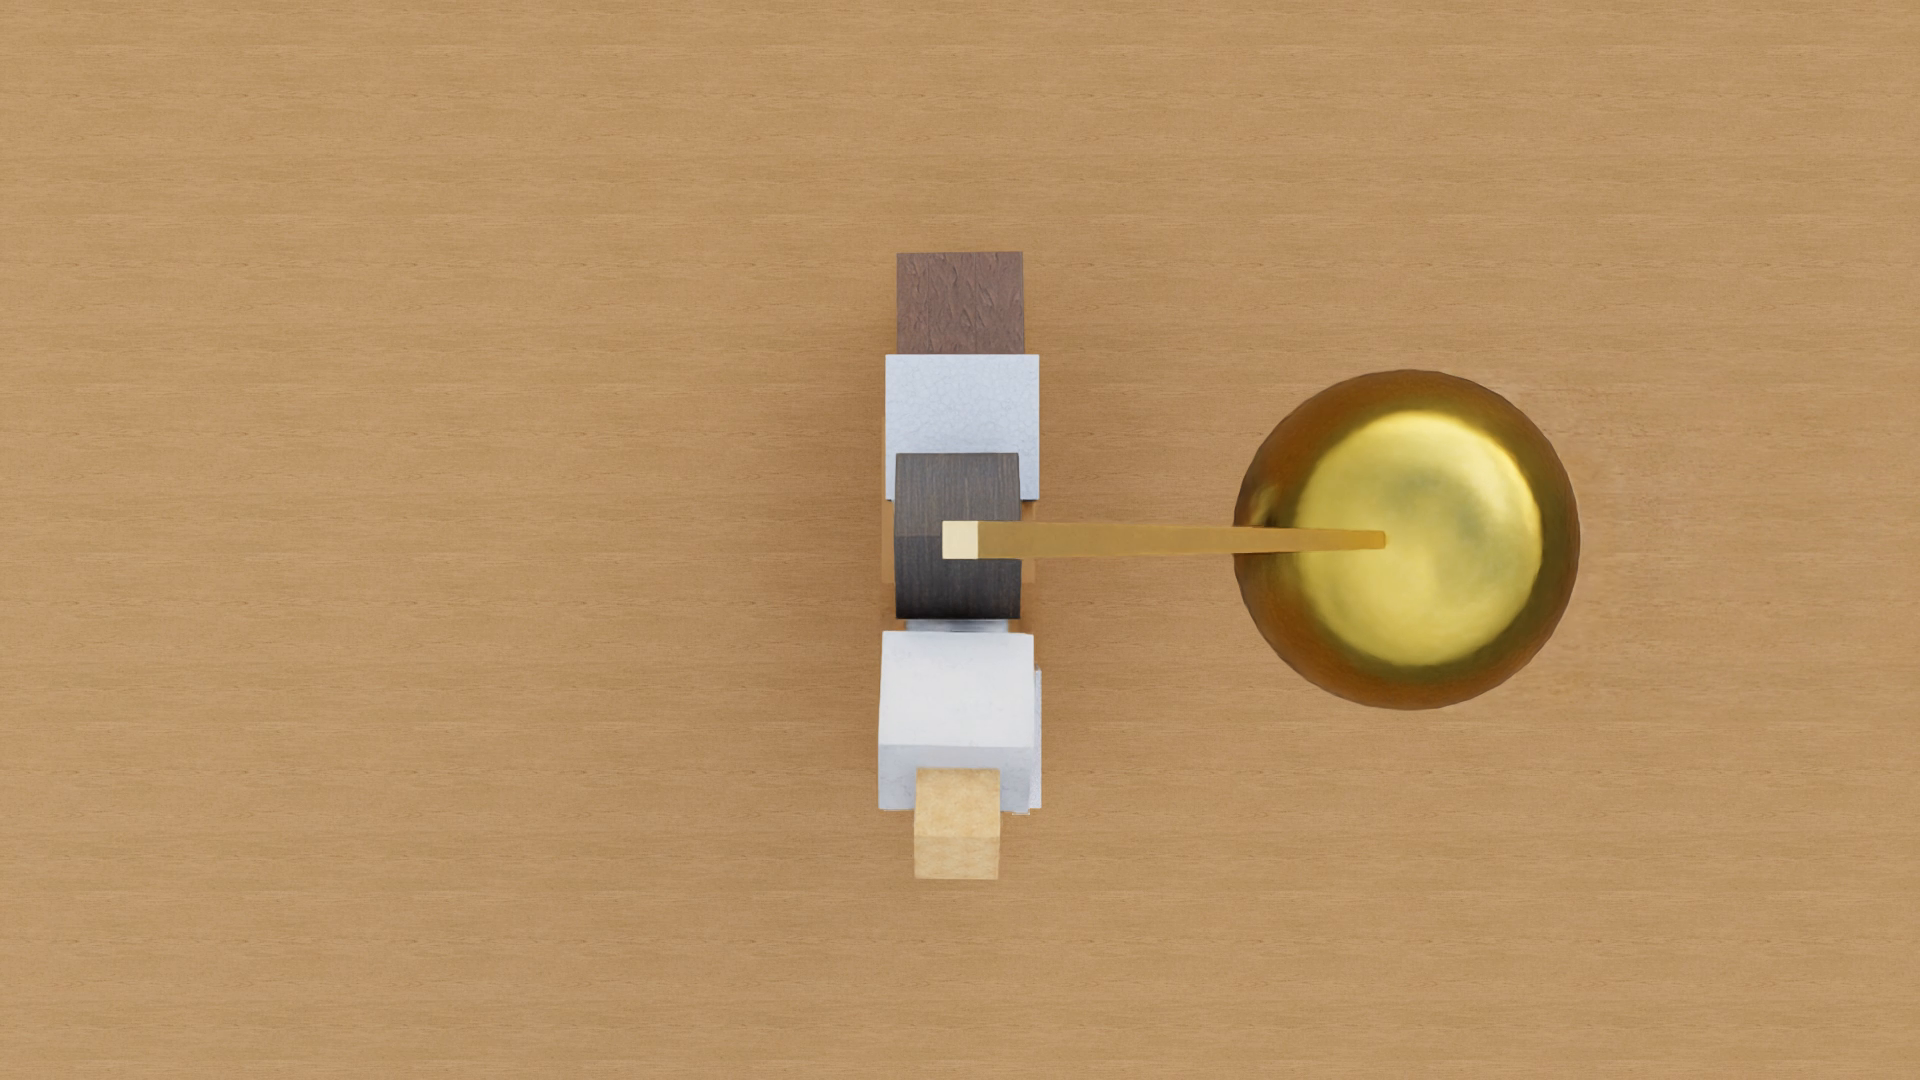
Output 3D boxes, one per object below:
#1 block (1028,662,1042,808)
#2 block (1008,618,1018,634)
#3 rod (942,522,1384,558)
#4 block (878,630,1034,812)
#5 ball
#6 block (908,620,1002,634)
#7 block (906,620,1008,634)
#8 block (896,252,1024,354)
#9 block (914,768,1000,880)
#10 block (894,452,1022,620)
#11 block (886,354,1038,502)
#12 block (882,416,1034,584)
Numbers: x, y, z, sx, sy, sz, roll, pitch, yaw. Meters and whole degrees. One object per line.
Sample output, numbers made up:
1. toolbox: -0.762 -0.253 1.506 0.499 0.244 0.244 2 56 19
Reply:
1. block: 0.017 1.098 12.567 0.861 0.866 0.762 0 90 0
2. block: 0.017 0.369 12.692 0.628 0.617 0.677 0 90 0
3. rod: 0.899 0.000 7.089 0.080 5.200 0.080 0 90 20
4. block: -0.019 0.841 10.184 0.693 0.584 0.607 2 54 -1
5. ball: 2.074 0.000 10.280 1.600 1.600 1.600 0 90 0
6. block: -0.024 0.575 10.677 0.452 0.483 0.380 0 56 0
7. block: -0.014 0.621 11.312 0.506 0.542 0.523 0 90 0
8. block: 0.003 -1.096 11.956 0.675 0.662 0.734 -1 75 0
9. block: -0.012 1.290 9.989 0.377 0.395 0.343 1 54 0
10. block: -0.010 -0.020 10.305 0.579 0.582 0.528 0 132 0
11. block: 0.011 -0.545 10.956 0.739 0.683 0.698 0 90 0
12. block: -0.009 -0.206 11.760 0.787 0.925 0.855 0 90 0
